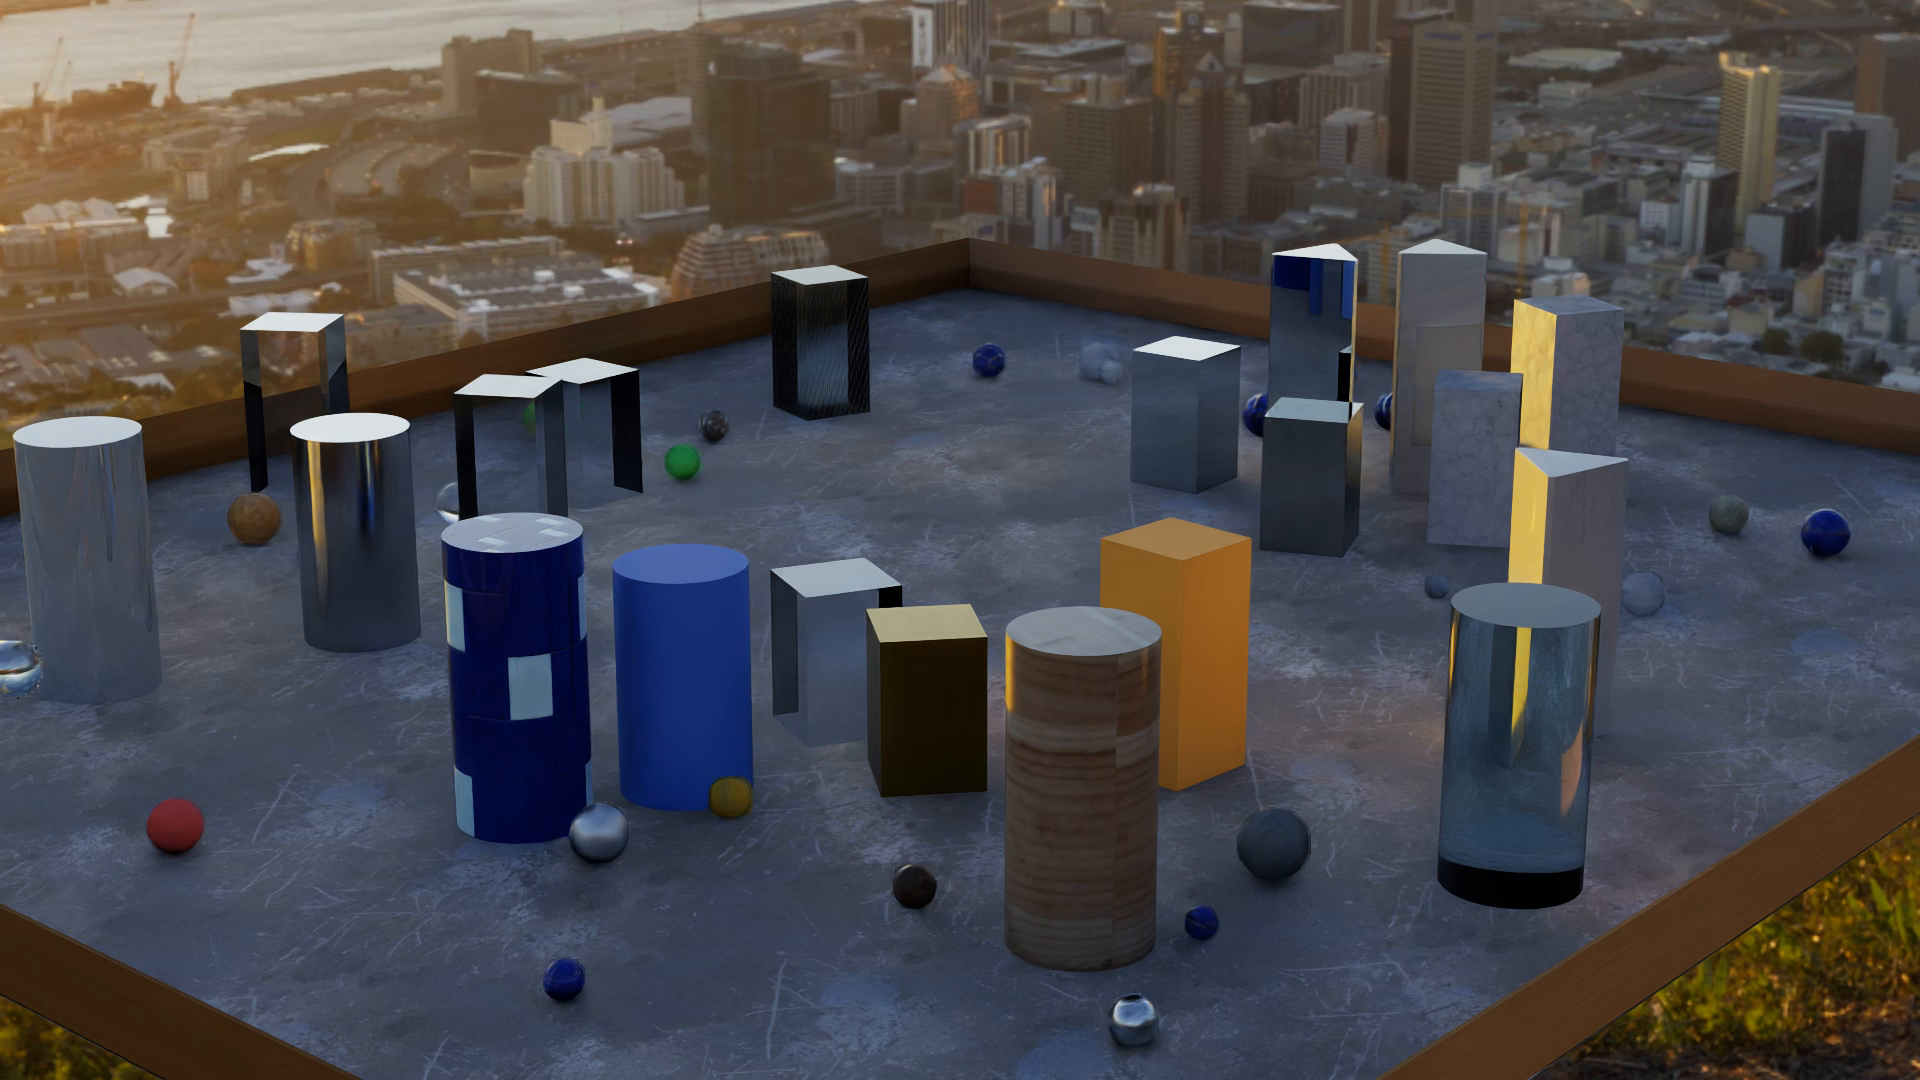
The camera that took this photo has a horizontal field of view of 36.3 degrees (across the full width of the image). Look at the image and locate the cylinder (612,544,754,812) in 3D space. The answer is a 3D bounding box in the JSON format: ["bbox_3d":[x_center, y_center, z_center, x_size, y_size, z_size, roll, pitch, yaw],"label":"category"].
[{"bbox_3d":[-0.397,0.195,4.210,0.193,0.339,0.193,0,17,0],"label":"cylinder"}]

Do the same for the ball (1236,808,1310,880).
[{"bbox_3d":[0.419,0.407,3.929,0.097,0.097,0.097,0,17,0],"label":"ball"}]

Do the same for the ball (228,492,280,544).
[{"bbox_3d":[-1.303,-0.040,5.411,0.096,0.096,0.096,0,17,0],"label":"ball"}]

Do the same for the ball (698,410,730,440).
[{"bbox_3d":[-0.514,-0.240,6.127,0.065,0.065,0.065,0,17,0],"label":"ball"}]

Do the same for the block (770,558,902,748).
[{"bbox_3d":[-0.188,0.170,4.470,0.154,0.238,0.154,-7,18,-22],"label":"block"}]

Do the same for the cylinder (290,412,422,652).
[{"bbox_3d":[-1.002,-0.014,4.870,0.193,0.358,0.193,0,17,0],"label":"cylinder"}]

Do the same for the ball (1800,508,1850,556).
[{"bbox_3d":[1.576,-0.013,5.339,0.087,0.087,0.087,0,17,0],"label":"ball"}]

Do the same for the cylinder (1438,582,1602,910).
[{"bbox_3d":[0.738,0.270,3.877,0.193,0.389,0.193,0,17,0],"label":"cylinder"}]

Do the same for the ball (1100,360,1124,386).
[{"bbox_3d":[0.343,-0.376,6.594,0.055,0.055,0.055,0,17,0],"label":"ball"}]

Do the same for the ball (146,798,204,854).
[{"bbox_3d":[-1.076,0.392,4.017,0.075,0.075,0.075,0,17,0],"label":"ball"}]

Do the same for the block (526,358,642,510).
[{"bbox_3d":[-0.731,-0.208,5.705,0.154,0.249,0.154,14,22,38],"label":"block"}]

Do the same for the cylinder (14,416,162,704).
[{"bbox_3d":[-1.374,0.030,4.627,0.193,0.415,0.193,0,17,0],"label":"cylinder"}]

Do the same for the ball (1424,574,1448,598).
[{"bbox_3d":[0.829,0.081,5.102,0.043,0.043,0.043,0,17,0],"label":"ball"}]

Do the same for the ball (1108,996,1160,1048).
[{"bbox_3d":[0.205,0.568,3.458,0.061,0.061,0.061,0,17,0],"label":"ball"}]

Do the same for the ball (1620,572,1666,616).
[{"bbox_3d":[1.165,0.093,5.005,0.077,0.077,0.077,0,17,0],"label":"ball"}]

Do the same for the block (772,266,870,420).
[{"bbox_3d":[-0.302,-0.428,6.349,0.154,0.297,0.154,-10,19,-30],"label":"block"}]

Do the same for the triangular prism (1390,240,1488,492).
[{"bbox_3d":[0.930,-0.342,5.755,0.167,0.476,0.145,1,17,3],"label":"triangular prism"}]

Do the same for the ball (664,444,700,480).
[{"bbox_3d":[-0.552,-0.155,5.836,0.071,0.071,0.071,0,17,0],"label":"ball"}]

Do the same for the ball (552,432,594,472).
[{"bbox_3d":[-0.773,-0.176,5.852,0.080,0.080,0.080,0,17,0],"label":"ball"}]

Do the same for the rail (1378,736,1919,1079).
[{"bbox_3d":[1.265,0.349,4.069,0.045,0.125,3.979,14,22,39],"label":"rail"}]

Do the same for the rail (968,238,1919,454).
[{"bbox_3d":[1.289,-0.398,6.542,3.398,0.125,0.045,14,22,39],"label":"rail"}]

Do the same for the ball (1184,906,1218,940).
[{"bbox_3d":[0.308,0.489,3.748,0.044,0.044,0.044,0,17,0],"label":"ball"}]

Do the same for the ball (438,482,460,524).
[{"bbox_3d":[-0.945,-0.069,5.532,0.081,0.081,0.081,0,17,0],"label":"ball"}]

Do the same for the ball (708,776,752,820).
[{"bbox_3d":[-0.323,0.362,4.117,0.061,0.061,0.061,0,17,0],"label":"ball"}]

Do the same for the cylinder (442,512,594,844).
[{"bbox_3d":[-0.614,0.191,4.085,0.193,0.421,0.193,0,17,0],"label":"cylinder"}]

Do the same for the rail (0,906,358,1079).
[{"bbox_3d":[-1.289,0.460,3.699,3.398,0.125,0.045,14,22,39],"label":"rail"}]

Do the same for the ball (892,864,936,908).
[{"bbox_3d":[-0.060,0.454,3.842,0.058,0.058,0.058,0,17,0],"label":"ball"}]

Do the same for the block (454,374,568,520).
[{"bbox_3d":[-0.828,-0.143,5.416,0.154,0.291,0.154,3,17,11],"label":"block"}]

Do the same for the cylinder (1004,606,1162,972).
[{"bbox_3d":[0.153,0.312,3.690,0.193,0.417,0.193,0,17,0],"label":"cylinder"}]

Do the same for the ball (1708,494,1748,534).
[{"bbox_3d":[1.437,-0.049,5.482,0.073,0.073,0.073,0,17,0],"label":"ball"}]

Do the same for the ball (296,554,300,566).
[{"bbox_3d":[-1.146,0.030,5.224,0.070,0.070,0.070,0,17,0],"label":"ball"}]

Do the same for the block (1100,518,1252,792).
[{"bbox_3d":[0.313,0.165,4.293,0.154,0.350,0.154,16,23,42],"label":"block"}]

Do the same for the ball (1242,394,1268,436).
[{"bbox_3d":[0.638,-0.262,6.156,0.090,0.090,0.090,0,17,0],"label":"ball"}]

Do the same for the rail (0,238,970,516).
[{"bbox_3d":[-1.265,-0.286,6.172,0.045,0.125,3.979,14,22,39],"label":"rail"}]

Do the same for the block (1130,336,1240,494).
[{"bbox_3d":[0.446,-0.249,5.805,0.154,0.269,0.154,12,21,35],"label":"block"}]

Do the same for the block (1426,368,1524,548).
[{"bbox_3d":[0.956,-0.153,5.441,0.154,0.295,0.154,4,17,12],"label":"block"}]

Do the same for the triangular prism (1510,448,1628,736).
[{"bbox_3d":[0.883,0.083,4.425,0.167,0.430,0.145,-12,21,-35],"label":"triangular prism"}]

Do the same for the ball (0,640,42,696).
[{"bbox_3d":[-1.482,0.200,4.582,0.089,0.089,0.089,0,17,0],"label":"ball"}]

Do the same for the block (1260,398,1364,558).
[{"bbox_3d":[0.647,-0.117,5.395,0.154,0.253,0.154,5,18,17],"label":"block"}]

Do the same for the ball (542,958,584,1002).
[{"bbox_3d":[-0.484,0.537,3.577,0.051,0.051,0.051,0,17,0],"label":"ball"}]

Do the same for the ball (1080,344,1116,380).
[{"bbox_3d":[0.311,-0.405,6.647,0.081,0.081,0.081,0,17,0],"label":"ball"}]

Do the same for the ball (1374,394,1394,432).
[{"bbox_3d":[0.916,-0.270,6.202,0.080,0.080,0.080,0,17,0],"label":"ball"}]

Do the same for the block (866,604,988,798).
[{"bbox_3d":[-0.049,0.232,4.268,0.154,0.235,0.154,-3,17,-9],"label":"block"}]

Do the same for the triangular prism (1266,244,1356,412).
[{"bbox_3d":[0.700,-0.327,5.699,0.167,0.479,0.145,7,18,22],"label":"triangular prism"}]

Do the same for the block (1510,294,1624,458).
[{"bbox_3d":[1.199,-0.296,5.817,0.154,0.351,0.154,-6,18,-20],"label":"block"}]

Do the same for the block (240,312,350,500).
[{"bbox_3d":[-1.294,-0.262,5.732,0.154,0.336,0.154,2,17,7],"label":"block"}]

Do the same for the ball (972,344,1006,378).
[{"bbox_3d":[0.066,-0.408,6.663,0.077,0.077,0.077,0,17,0],"label":"ball"}]

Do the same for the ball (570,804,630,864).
[{"bbox_3d":[-0.490,0.399,3.983,0.082,0.082,0.082,0,17,0],"label":"ball"}]
